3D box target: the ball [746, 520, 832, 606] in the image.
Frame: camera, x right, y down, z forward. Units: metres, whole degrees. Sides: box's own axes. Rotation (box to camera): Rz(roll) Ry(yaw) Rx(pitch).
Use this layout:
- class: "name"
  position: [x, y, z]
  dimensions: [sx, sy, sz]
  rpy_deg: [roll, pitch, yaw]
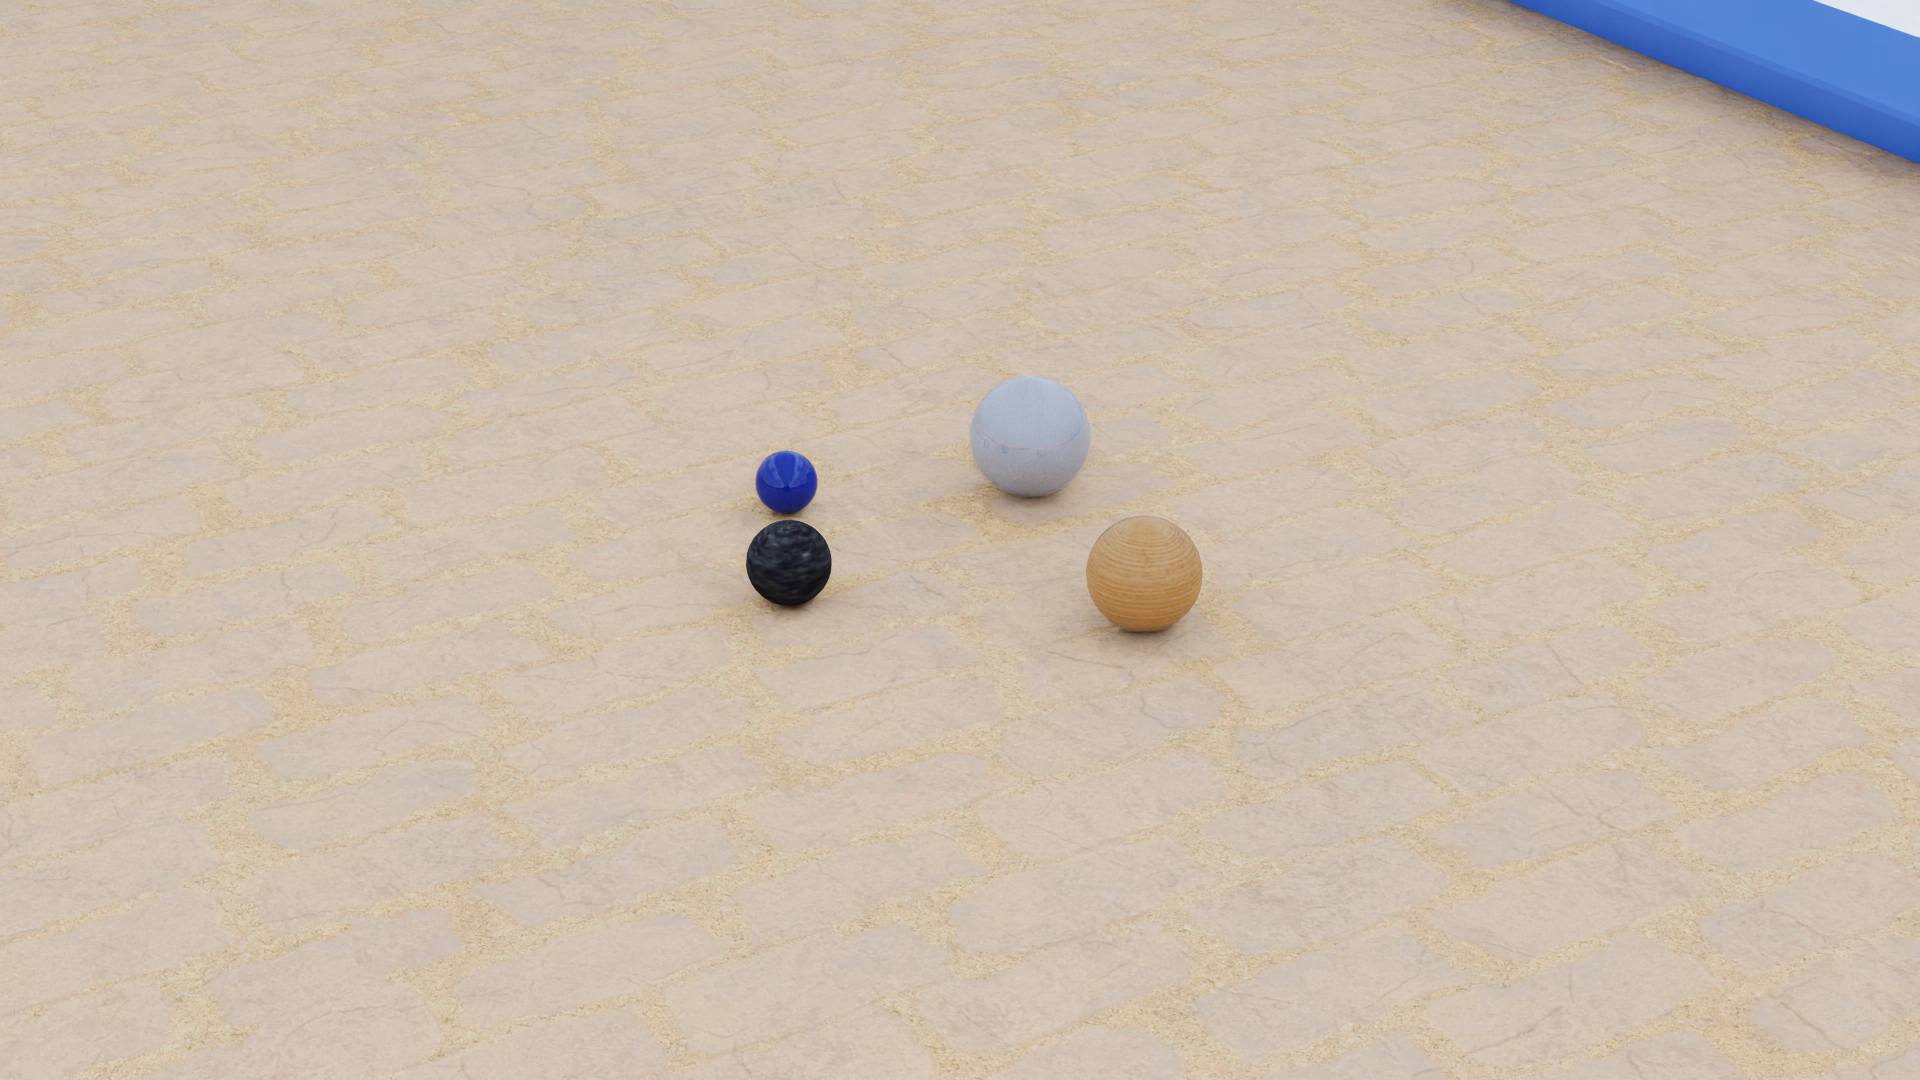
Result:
- class: "ball"
  position: [-0.113, 0.015, 1.937]
  dimensions: [0.057, 0.057, 0.057]
  rpy_deg: [0, 27, 0]

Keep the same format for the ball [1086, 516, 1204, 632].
- class: "ball"
  position: [0.119, 0.022, 1.903]
  dimensions: [0.076, 0.076, 0.076]
  rpy_deg: [0, 27, 0]

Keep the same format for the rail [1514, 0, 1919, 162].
- class: "rail"
  position: [0.512, -0.673, 3.218]
  dimensions: [0.045, 0.112, 3.957]
  rpy_deg: [-15, 31, -26]

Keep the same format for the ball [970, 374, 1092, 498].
- class: "ball"
  position: [0.050, -0.073, 2.077]
  dimensions: [0.086, 0.086, 0.086]
  rpy_deg: [0, 27, 0]

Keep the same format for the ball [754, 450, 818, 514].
- class: "ball"
  position: [-0.122, -0.041, 2.060]
  dimensions: [0.044, 0.044, 0.044]
  rpy_deg: [0, 27, 0]
